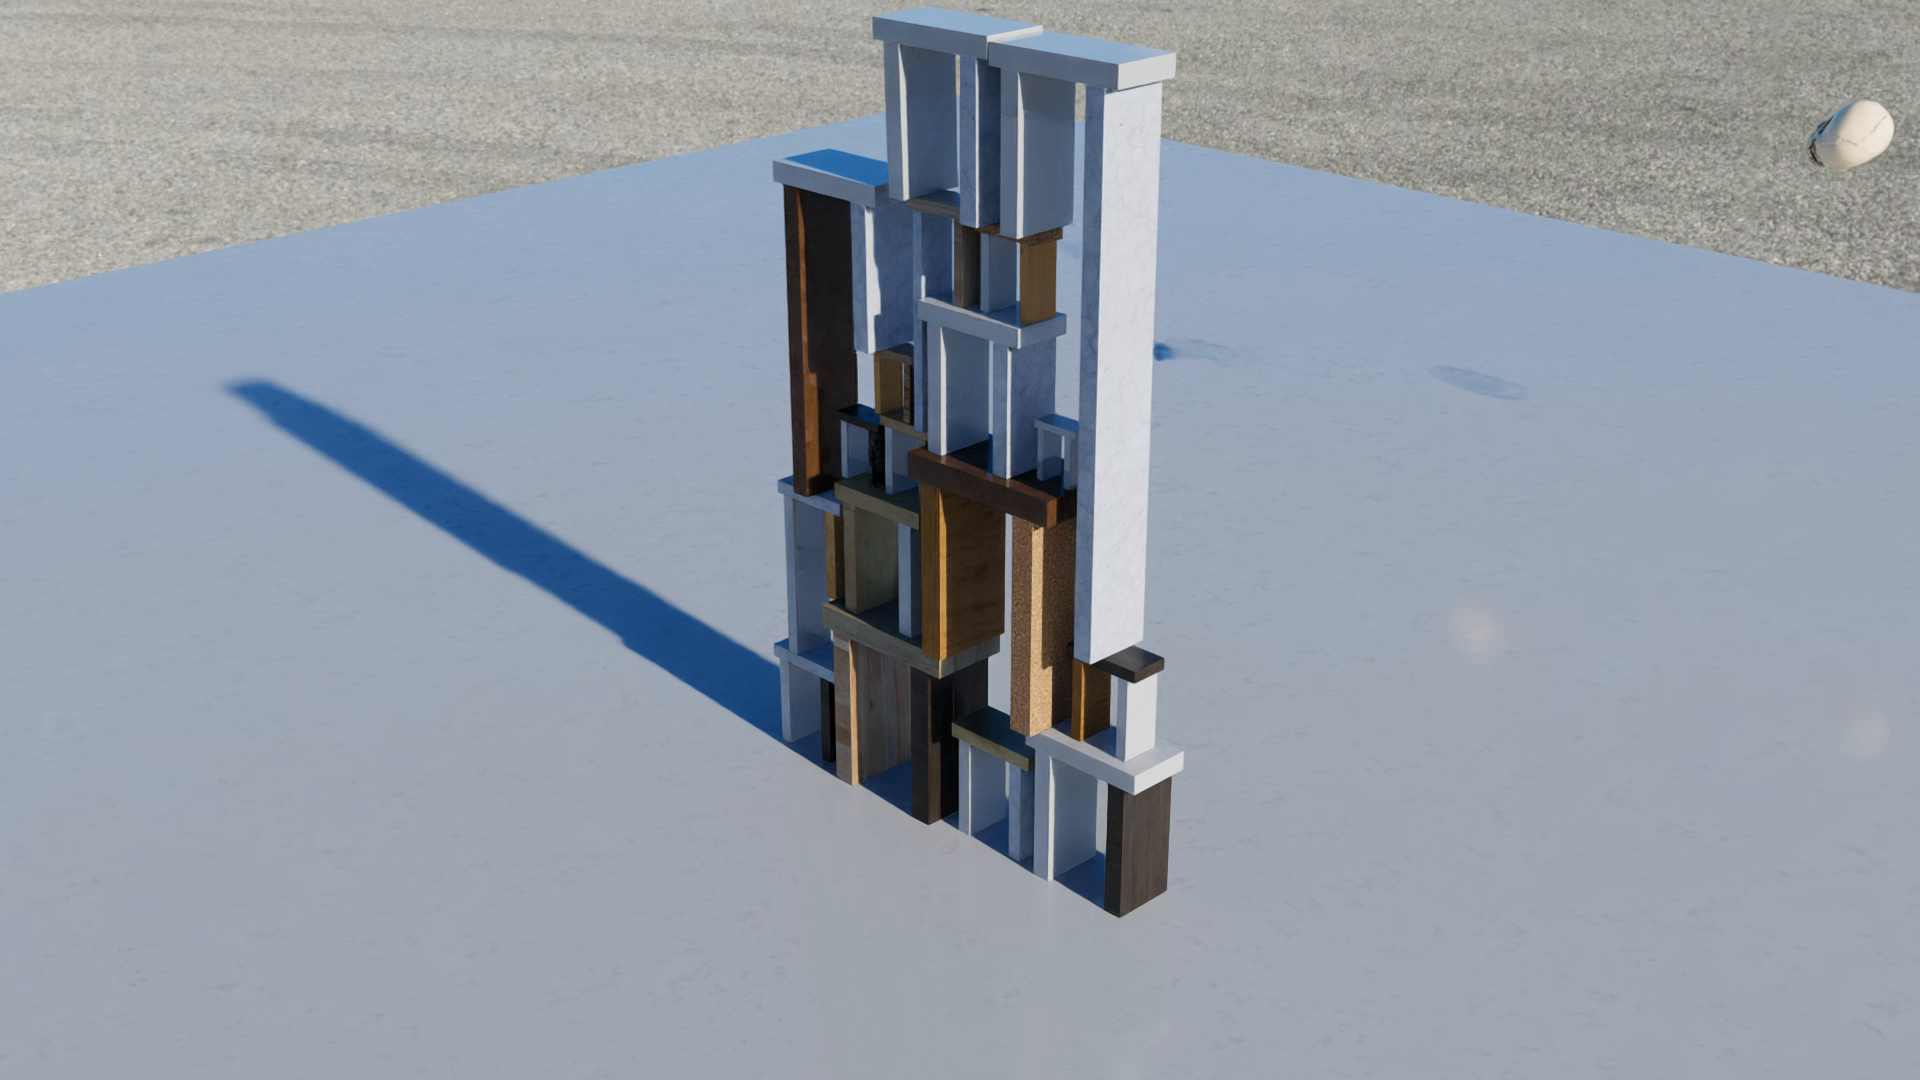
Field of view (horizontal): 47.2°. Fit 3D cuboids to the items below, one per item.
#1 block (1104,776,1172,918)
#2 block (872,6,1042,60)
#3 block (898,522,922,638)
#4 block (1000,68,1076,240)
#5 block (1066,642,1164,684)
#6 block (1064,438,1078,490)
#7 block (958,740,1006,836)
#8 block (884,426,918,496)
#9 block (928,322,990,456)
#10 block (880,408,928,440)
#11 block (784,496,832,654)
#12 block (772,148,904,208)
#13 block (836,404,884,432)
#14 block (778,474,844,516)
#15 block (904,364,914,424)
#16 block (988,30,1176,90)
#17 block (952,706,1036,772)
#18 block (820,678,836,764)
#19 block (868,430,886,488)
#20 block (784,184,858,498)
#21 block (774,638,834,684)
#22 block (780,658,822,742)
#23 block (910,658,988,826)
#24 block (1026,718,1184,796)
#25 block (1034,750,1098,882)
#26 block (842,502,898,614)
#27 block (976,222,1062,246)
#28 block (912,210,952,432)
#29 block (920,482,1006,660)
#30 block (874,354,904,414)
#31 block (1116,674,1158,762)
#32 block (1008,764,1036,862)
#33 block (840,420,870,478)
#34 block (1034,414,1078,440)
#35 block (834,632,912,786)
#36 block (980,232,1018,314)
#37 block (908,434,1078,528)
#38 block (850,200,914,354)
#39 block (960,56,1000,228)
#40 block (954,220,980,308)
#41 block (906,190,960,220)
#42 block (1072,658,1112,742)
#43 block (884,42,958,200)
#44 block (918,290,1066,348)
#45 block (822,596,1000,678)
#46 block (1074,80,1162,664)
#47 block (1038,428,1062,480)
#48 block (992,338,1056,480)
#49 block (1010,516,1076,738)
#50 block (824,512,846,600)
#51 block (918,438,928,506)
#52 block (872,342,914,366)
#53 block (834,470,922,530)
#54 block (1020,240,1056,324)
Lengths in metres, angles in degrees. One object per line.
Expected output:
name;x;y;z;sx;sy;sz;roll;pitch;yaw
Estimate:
block;0.332;0.555;4.102;0.039;0.273;0.136;21;31;41
block;-0.006;-0.888;3.847;0.280;0.040;0.140;21;31;40
block;-0.066;0.063;4.317;0.034;0.237;0.118;21;31;41
block;0.134;-0.676;3.789;0.041;0.288;0.144;21;31;40
block;0.283;0.213;4.010;0.165;0.023;0.082;21;31;41
block;0.208;-0.143;3.938;0.049;0.098;0.014;-21;31;-40
block;0.045;0.475;4.377;0.029;0.206;0.103;21;31;41
block;-0.114;-0.163;4.283;0.020;0.139;0.069;21;31;40
block;-0.003;-0.295;4.100;0.126;0.253;0.036;-21;31;-41
block;-0.081;-0.223;4.222;0.139;0.020;0.069;21;31;40
block;-0.318;0.061;4.596;0.027;0.355;0.094;21;31;41
block;-0.206;-0.686;4.160;0.144;0.041;0.287;-21;31;-40
block;-0.180;-0.239;4.315;0.119;0.017;0.059;21;31;40
block;-0.274;-0.098;4.481;0.189;0.027;0.095;21;31;41
block;-0.081;-0.285;4.192;0.017;0.117;0.058;22;31;40
block;0.201;-0.801;3.662;0.288;0.041;0.144;21;31;40
block;0.093;0.386;4.286;0.206;0.029;0.103;21;31;41
block;-0.248;0.366;4.651;0.097;0.194;0.027;-21;31;-41
block;-0.152;-0.166;4.316;0.017;0.119;0.059;21;31;40
block;-0.271;-0.402;4.353;0.041;0.633;0.144;21;31;41
block;-0.294;0.246;4.650;0.193;0.027;0.097;21;31;41
block;-0.339;0.330;4.735;0.027;0.194;0.097;21;31;41
block;-0.020;0.386;4.416;0.048;0.339;0.170;21;31;41
block;0.268;0.387;4.100;0.136;0.039;0.273;-21;31;-40
block;0.204;0.505;4.221;0.039;0.273;0.136;21;31;41
block;-0.178;0.019;4.420;0.034;0.237;0.118;21;31;41
block;0.103;-0.549;3.884;0.072;0.021;0.145;-21;31;-40
block;-0.050;-0.412;4.095;0.023;0.426;0.080;22;32;40
block;0.007;0.037;4.226;0.050;0.356;0.178;21;31;41
block;-0.138;-0.306;4.244;0.059;0.117;0.017;-21;30;-40
block;0.322;0.315;4.011;0.023;0.165;0.082;21;31;41
block;0.142;0.513;4.287;0.029;0.206;0.103;21;31;41
block;-0.208;-0.188;4.367;0.059;0.119;0.017;-21;31;-41
block;0.186;-0.203;3.938;0.049;0.014;0.098;-21;31;-40
block;-0.180;0.324;4.563;0.048;0.339;0.170;21;31;41
block;0.070;-0.486;3.948;0.072;0.145;0.021;-21;31;-40
block;0.091;-0.118;4.069;0.356;0.050;0.178;21;31;41
block;-0.137;-0.509;4.162;0.144;0.287;0.041;-21;30;-40
block;0.063;-0.707;3.852;0.040;0.296;0.140;21;31;41
block;0.025;-0.506;3.976;0.080;0.159;0.023;-21;31;-41
block;-0.013;-0.605;3.970;0.080;0.023;0.159;-21;29;-39
block;0.244;0.284;4.083;0.023;0.165;0.082;21;31;41
block;-0.069;-0.766;3.969;0.040;0.280;0.140;19;30;41
block;0.057;-0.405;3.989;0.253;0.036;0.126;21;31;41
block;-0.100;0.177;4.414;0.339;0.048;0.170;21;31;41
block;0.271;-0.279;3.811;0.144;1.037;0.041;-21;31;-41
block;0.162;-0.161;3.980;0.049;0.098;0.014;-21;31;-40
block;0.117;-0.249;3.990;0.036;0.253;0.126;21;31;41
block;0.175;0.137;4.086;0.178;0.432;0.050;-21;31;-40
block;-0.229;0.019;4.482;0.027;0.189;0.095;21;31;41
block;-0.048;-0.138;4.224;0.020;0.139;0.069;21;31;40
block;-0.109;-0.359;4.196;0.117;0.017;0.058;20;30;40
block;-0.122;-0.083;4.315;0.237;0.034;0.118;21;31;40
block;0.138;-0.459;3.885;0.072;0.145;0.021;-21;31;-40
